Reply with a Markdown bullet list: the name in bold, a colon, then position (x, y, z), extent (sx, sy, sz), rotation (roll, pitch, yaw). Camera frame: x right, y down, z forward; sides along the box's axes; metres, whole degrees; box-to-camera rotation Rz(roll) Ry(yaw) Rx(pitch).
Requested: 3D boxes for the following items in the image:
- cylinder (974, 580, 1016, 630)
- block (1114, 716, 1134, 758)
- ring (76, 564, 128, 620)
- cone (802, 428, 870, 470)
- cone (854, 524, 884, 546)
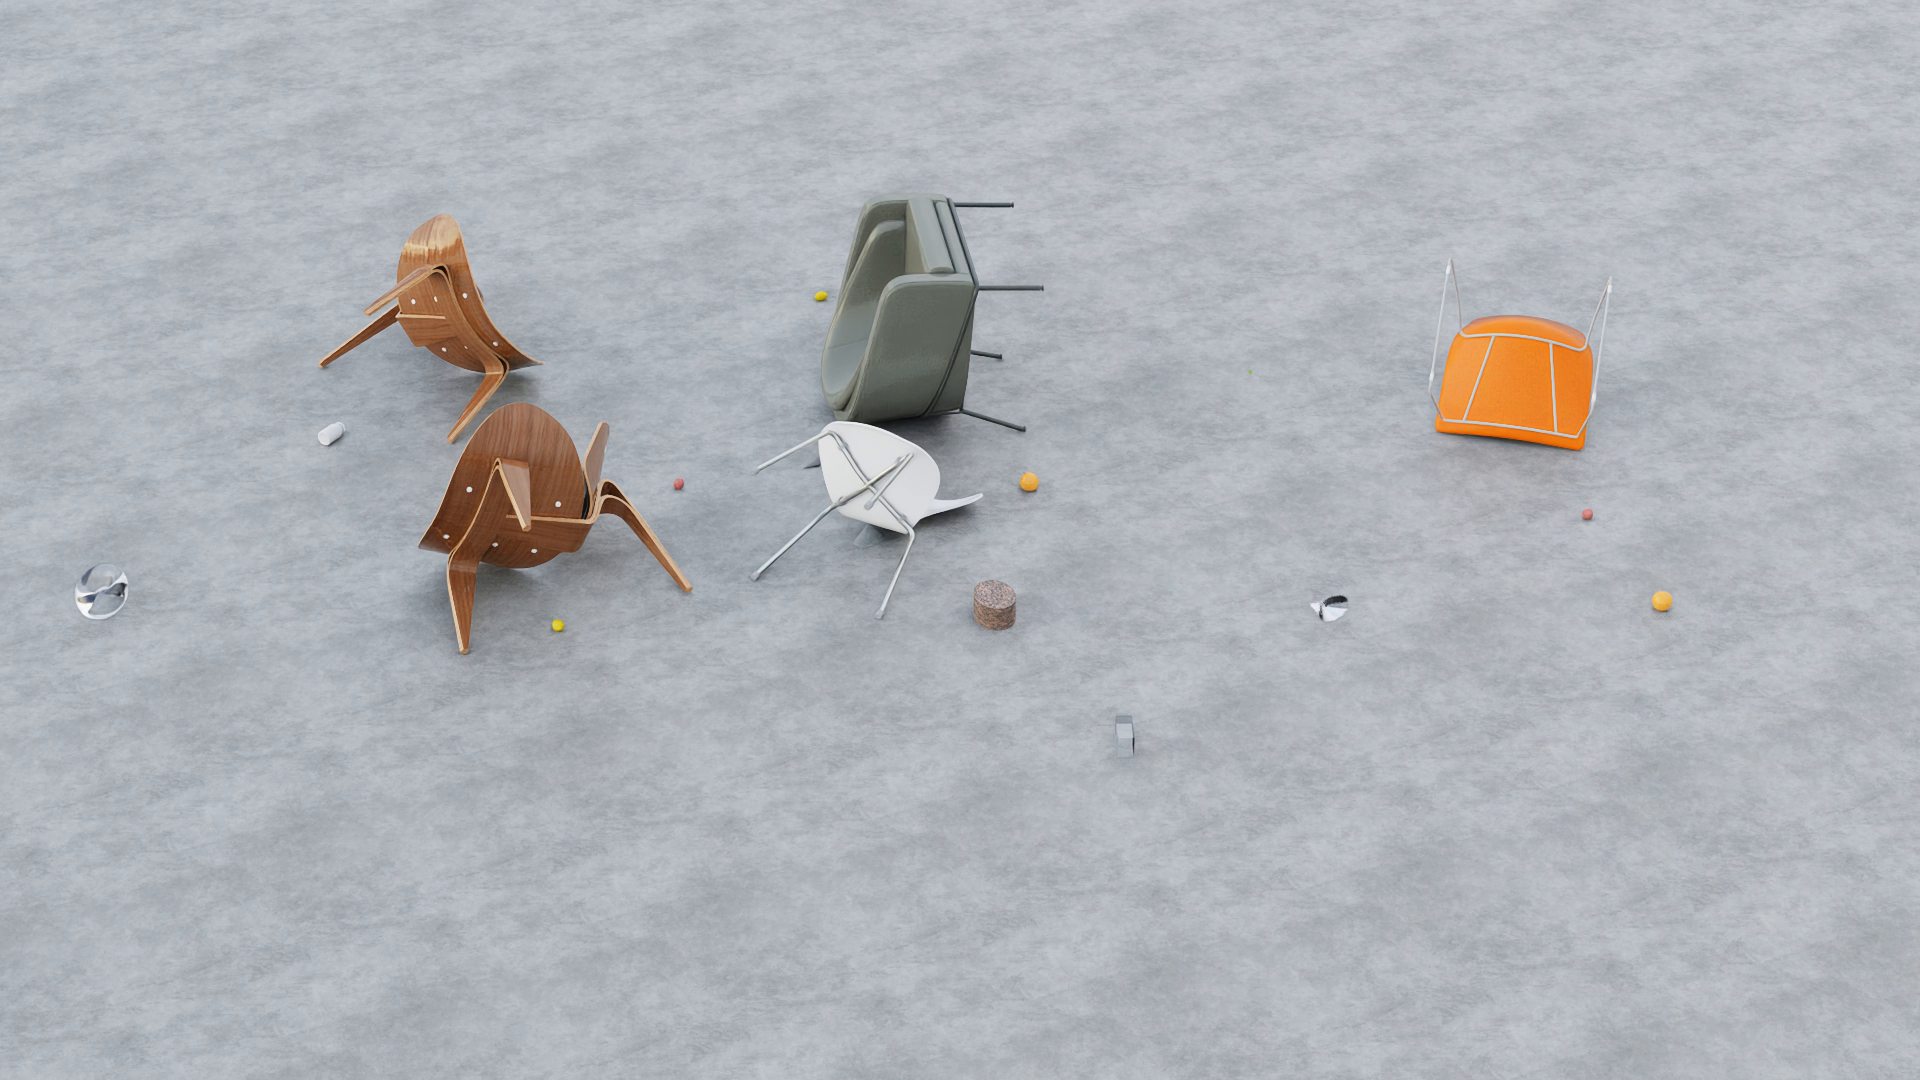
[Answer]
- **cylinder**: position (0.124, 0.233, 10.504), extent (0.148, 0.094, 0.186), rotation (-11, 35, -17)
- **block**: position (0.555, 0.661, 9.869), extent (0.055, 0.081, 0.125), rotation (-1, 33, -1)
- **ring**: position (-3.096, 0.185, 10.578), extent (0.186, 0.097, 0.281), rotation (-6, 35, -5)
- **cone**: position (-0.498, -0.327, 11.393), extent (0.264, 0.104, 0.124), rotation (-25, 60, -15)
- **cone**: position (-0.341, -0.033, 10.927), extent (0.129, 0.075, 0.068), rotation (-17, 37, -23)
